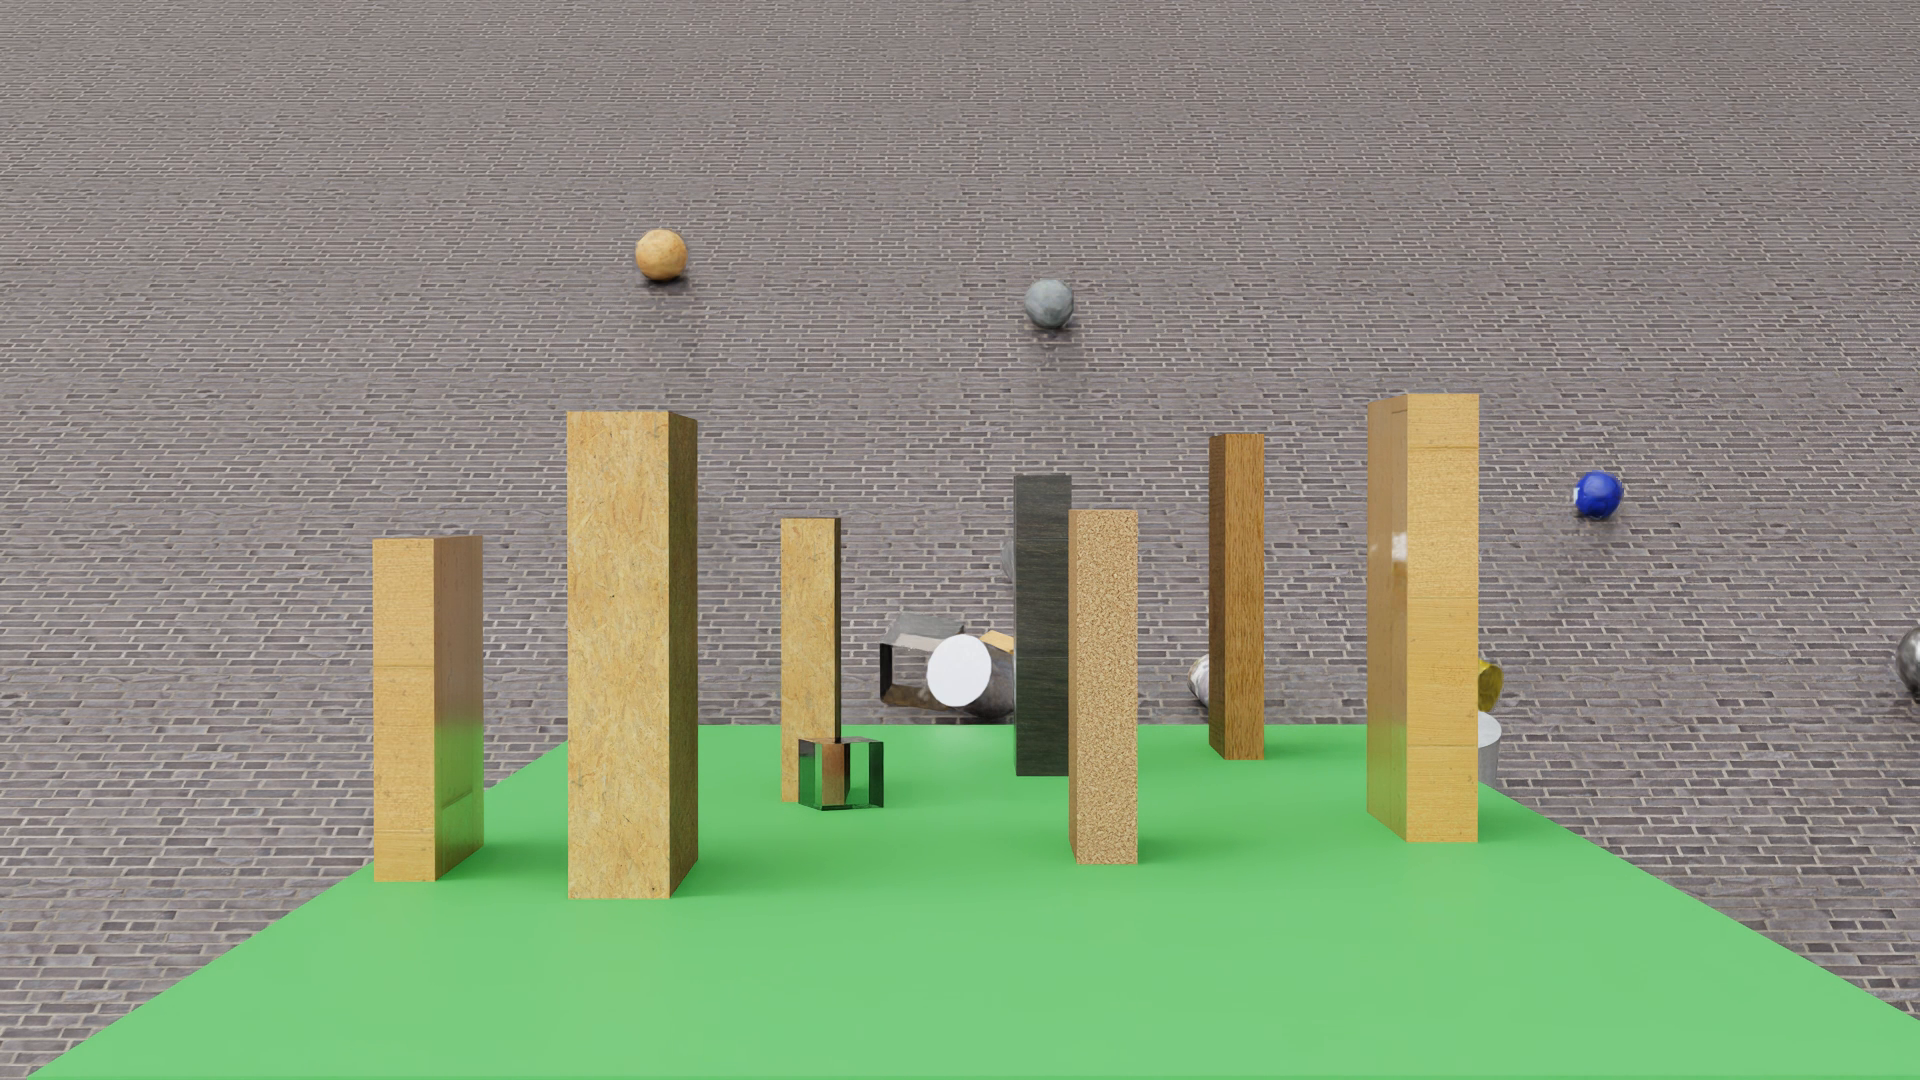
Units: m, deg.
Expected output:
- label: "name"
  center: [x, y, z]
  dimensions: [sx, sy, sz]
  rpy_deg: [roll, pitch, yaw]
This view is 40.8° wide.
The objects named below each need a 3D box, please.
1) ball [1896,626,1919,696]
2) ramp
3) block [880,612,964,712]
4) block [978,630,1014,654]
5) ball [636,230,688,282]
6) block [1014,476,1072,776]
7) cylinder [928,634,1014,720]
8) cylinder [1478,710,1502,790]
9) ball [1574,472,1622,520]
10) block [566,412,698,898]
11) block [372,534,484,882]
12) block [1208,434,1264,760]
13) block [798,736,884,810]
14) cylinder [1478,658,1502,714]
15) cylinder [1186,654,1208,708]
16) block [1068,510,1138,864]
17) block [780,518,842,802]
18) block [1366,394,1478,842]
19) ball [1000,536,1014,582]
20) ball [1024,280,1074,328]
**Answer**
- label: "ball"
  center: [2.594, 0.321, 6.851]
  dimensions: [0.209, 0.209, 0.209]
  rpy_deg: [0, 27, 0]
- label: "ramp"
  center: [0.062, 0.555, 4.592]
  dimensions: [2.000, 0.100, 4.000]
  rpy_deg: [0, 1, 0]
- label: "block"
  center: [-0.099, 0.324, 6.879]
  dimensions: [0.179, 0.179, 0.179]
  rpy_deg: [8, 28, 15]
- label: "block"
  center: [0.097, 0.324, 6.958]
  dimensions: [0.105, 0.105, 0.105]
  rpy_deg: [18, 32, 31]
- label: "ball"
  center: [-1.102, -1.051, 9.534]
  dimensions: [0.192, 0.192, 0.192]
  rpy_deg: [0, 27, 0]
- label: "block"
  center: [0.174, 0.176, 5.515]
  dimensions: [0.115, 0.626, 0.294]
  rpy_deg: [0, 1, 0]
- label: "cylinder"
  center: [0.043, 0.358, 6.720]
  dimensions: [0.189, 0.189, 0.189]
  rpy_deg: [19, -4, 33]
- label: "cylinder"
  center: [1.233, 0.551, 6.413]
  dimensions: [0.202, 0.202, 0.202]
  rpy_deg: [0, 27, 0]
- label: "ball"
  center: [1.927, -0.134, 7.807]
  dimensions: [0.143, 0.143, 0.143]
  rpy_deg: [0, 27, 0]
- label: "block"
  center: [-0.494, 0.163, 3.940]
  dimensions: [0.146, 0.705, 0.415]
  rpy_deg: [0, 1, 0]
- label: "block"
  center: [-0.841, 0.254, 4.105]
  dimensions: [0.092, 0.519, 0.405]
  rpy_deg: [0, 1, 0]
- label: "block"
  center: [0.628, 0.123, 5.883]
  dimensions: [0.086, 0.721, 0.366]
  rpy_deg: [0, 1, 0]
- label: "block"
  center: [-0.225, 0.439, 4.863]
  dimensions: [0.124, 0.124, 0.124]
  rpy_deg: [0, 1, -24]
- label: "cylinder"
  center: [1.320, 0.375, 6.808]
  dimensions: [0.153, 0.153, 0.153]
  rpy_deg: [-24, 36, -38]
- label: "cylinder"
  center: [0.686, 0.385, 6.817]
  dimensions: [0.128, 0.128, 0.128]
  rpy_deg: [-12, 29, -21]
- label: "block"
  center: [0.232, 0.231, 4.231]
  dimensions: [0.096, 0.560, 0.304]
  rpy_deg: [0, 1, 0]
- label: "block"
  center: [-0.290, 0.227, 5.059]
  dimensions: [0.102, 0.540, 0.276]
  rpy_deg: [0, 1, 0]
- label: "block"
  center: [0.811, 0.128, 4.550]
  dimensions: [0.119, 0.754, 0.425]
  rpy_deg: [0, 1, 0]
- label: "ball"
  center: [0.196, 0.056, 7.421]
  dimensions: [0.159, 0.159, 0.159]
  rpy_deg: [0, 27, 0]
- label: "ball"
  center: [0.315, -0.835, 9.132]
  dimensions: [0.175, 0.175, 0.175]
  rpy_deg: [0, 27, 0]
